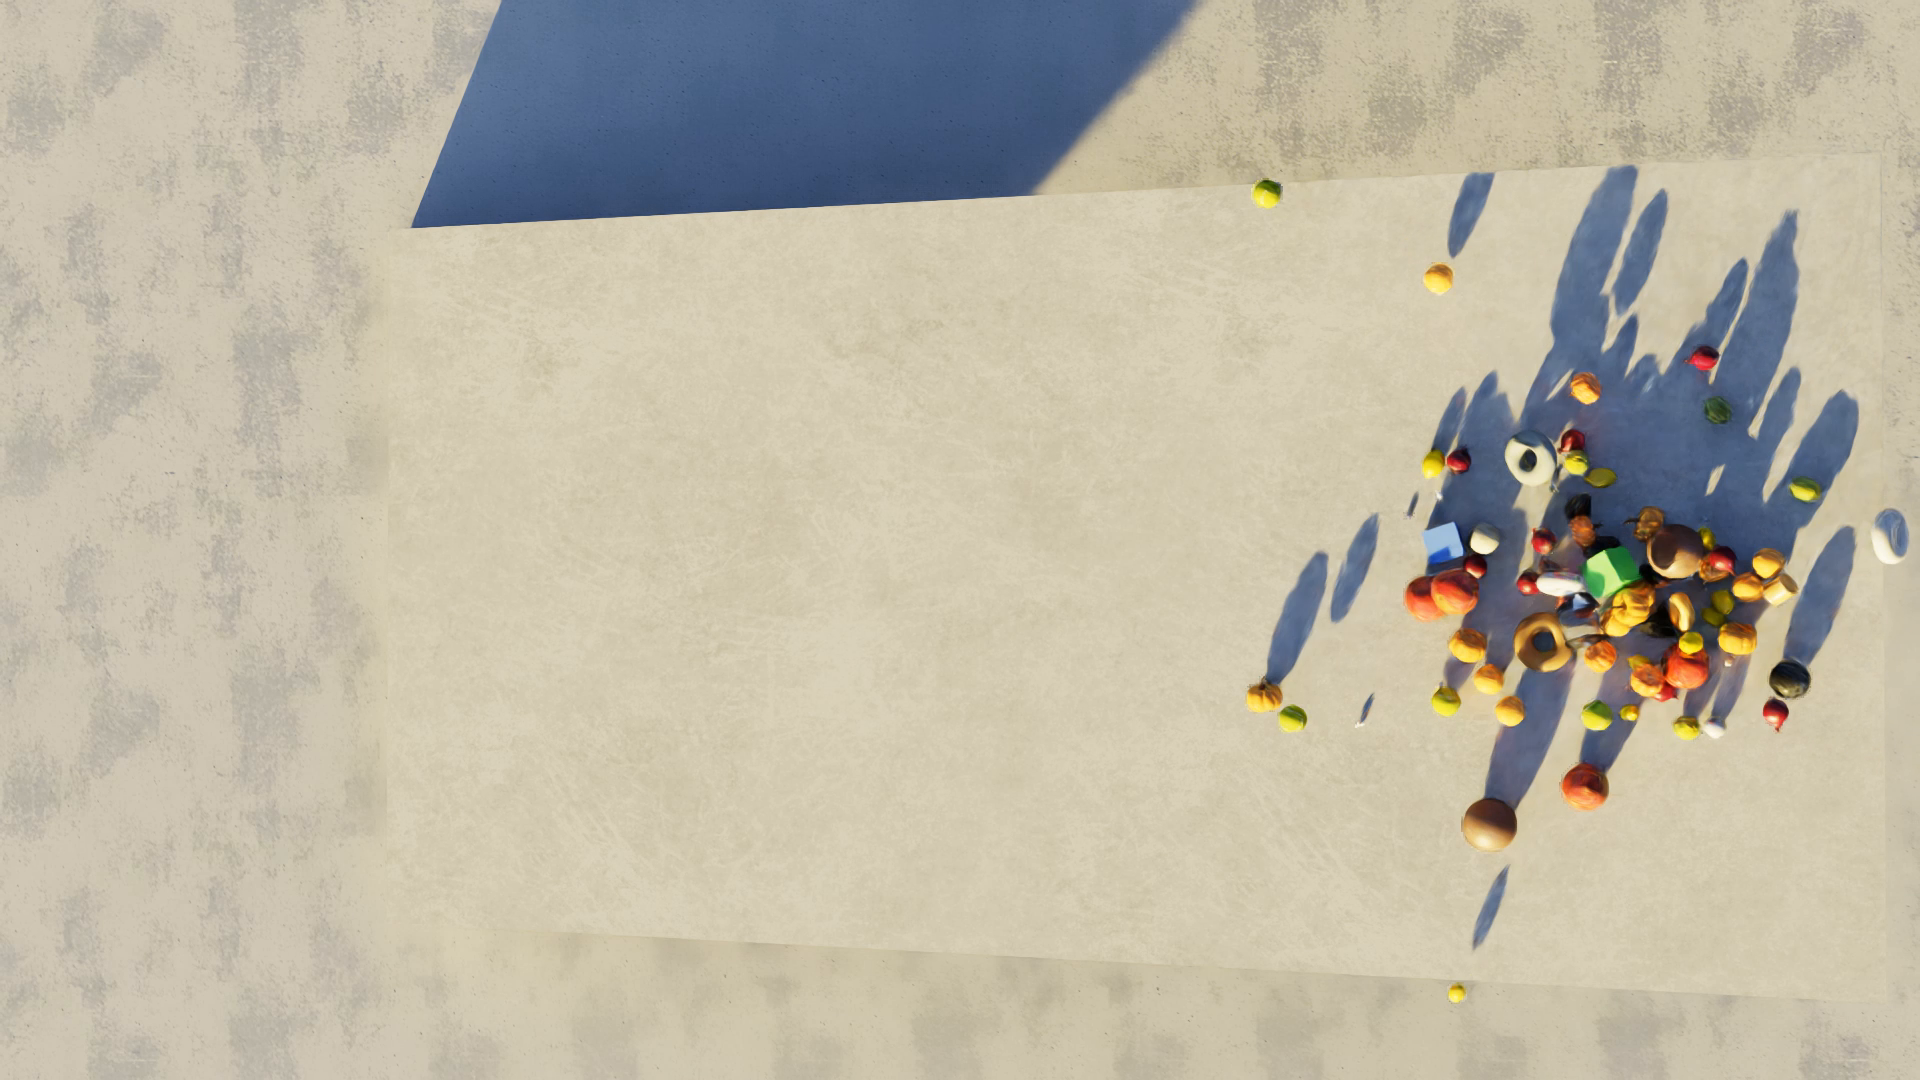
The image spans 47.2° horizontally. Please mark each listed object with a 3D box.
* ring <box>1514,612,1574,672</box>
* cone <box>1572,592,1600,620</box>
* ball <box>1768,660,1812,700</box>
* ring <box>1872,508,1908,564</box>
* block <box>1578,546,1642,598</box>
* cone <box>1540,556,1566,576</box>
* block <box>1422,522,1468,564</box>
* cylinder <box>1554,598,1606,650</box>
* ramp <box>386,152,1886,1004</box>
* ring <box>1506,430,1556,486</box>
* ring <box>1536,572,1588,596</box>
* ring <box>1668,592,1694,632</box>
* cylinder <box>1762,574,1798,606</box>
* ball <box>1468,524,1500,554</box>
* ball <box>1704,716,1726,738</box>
[{"bbox_3d":[1.425,0.249,5.367,0.146,0.049,0.146,-1,87,16],"label":"ring"},{"bbox_3d":[1.512,0.157,5.257,0.067,0.067,0.067,4,89,-37],"label":"cone"},{"bbox_3d":[1.954,0.329,5.178,0.093,0.093,0.093,0,89,0],"label":"ball"},{"bbox_3d":[2.176,-0.009,5.143,0.131,0.044,0.131,2,88,-42],"label":"ring"},{"bbox_3d":[1.555,0.077,5.260,0.087,0.087,0.087,-9,67,-39],"label":"block"},{"bbox_3d":[1.445,0.069,5.339,0.058,0.058,0.058,1,89,33],"label":"cone"},{"bbox_3d":[1.194,0.009,5.424,0.084,0.084,0.084,-18,84,16],"label":"block"},{"bbox_3d":[1.495,0.201,5.302,0.092,0.092,0.092,-15,58,0],"label":"cylinder"},{"bbox_3d":[0.274,0.094,5.804,4.000,0.100,2.000,0,89,17],"label":"ramp"},{"bbox_3d":[1.391,-0.201,5.359,0.046,0.139,0.139,-16,89,-38],"label":"ring"},{"bbox_3d":[1.452,0.106,5.301,0.124,0.124,0.041,6,78,0],"label":"ring"},{"bbox_3d":[1.718,0.171,5.238,0.032,0.096,0.096,-9,89,-6],"label":"ring"},{"bbox_3d":[1.924,0.116,5.158,0.055,0.055,0.055,18,52,-24],"label":"cylinder"},{"bbox_3d":[1.286,-0.004,5.400,0.076,0.076,0.076,0,89,0],"label":"ball"},{"bbox_3d":[1.802,0.446,5.246,0.051,0.051,0.051,0,89,0],"label":"ball"}]
